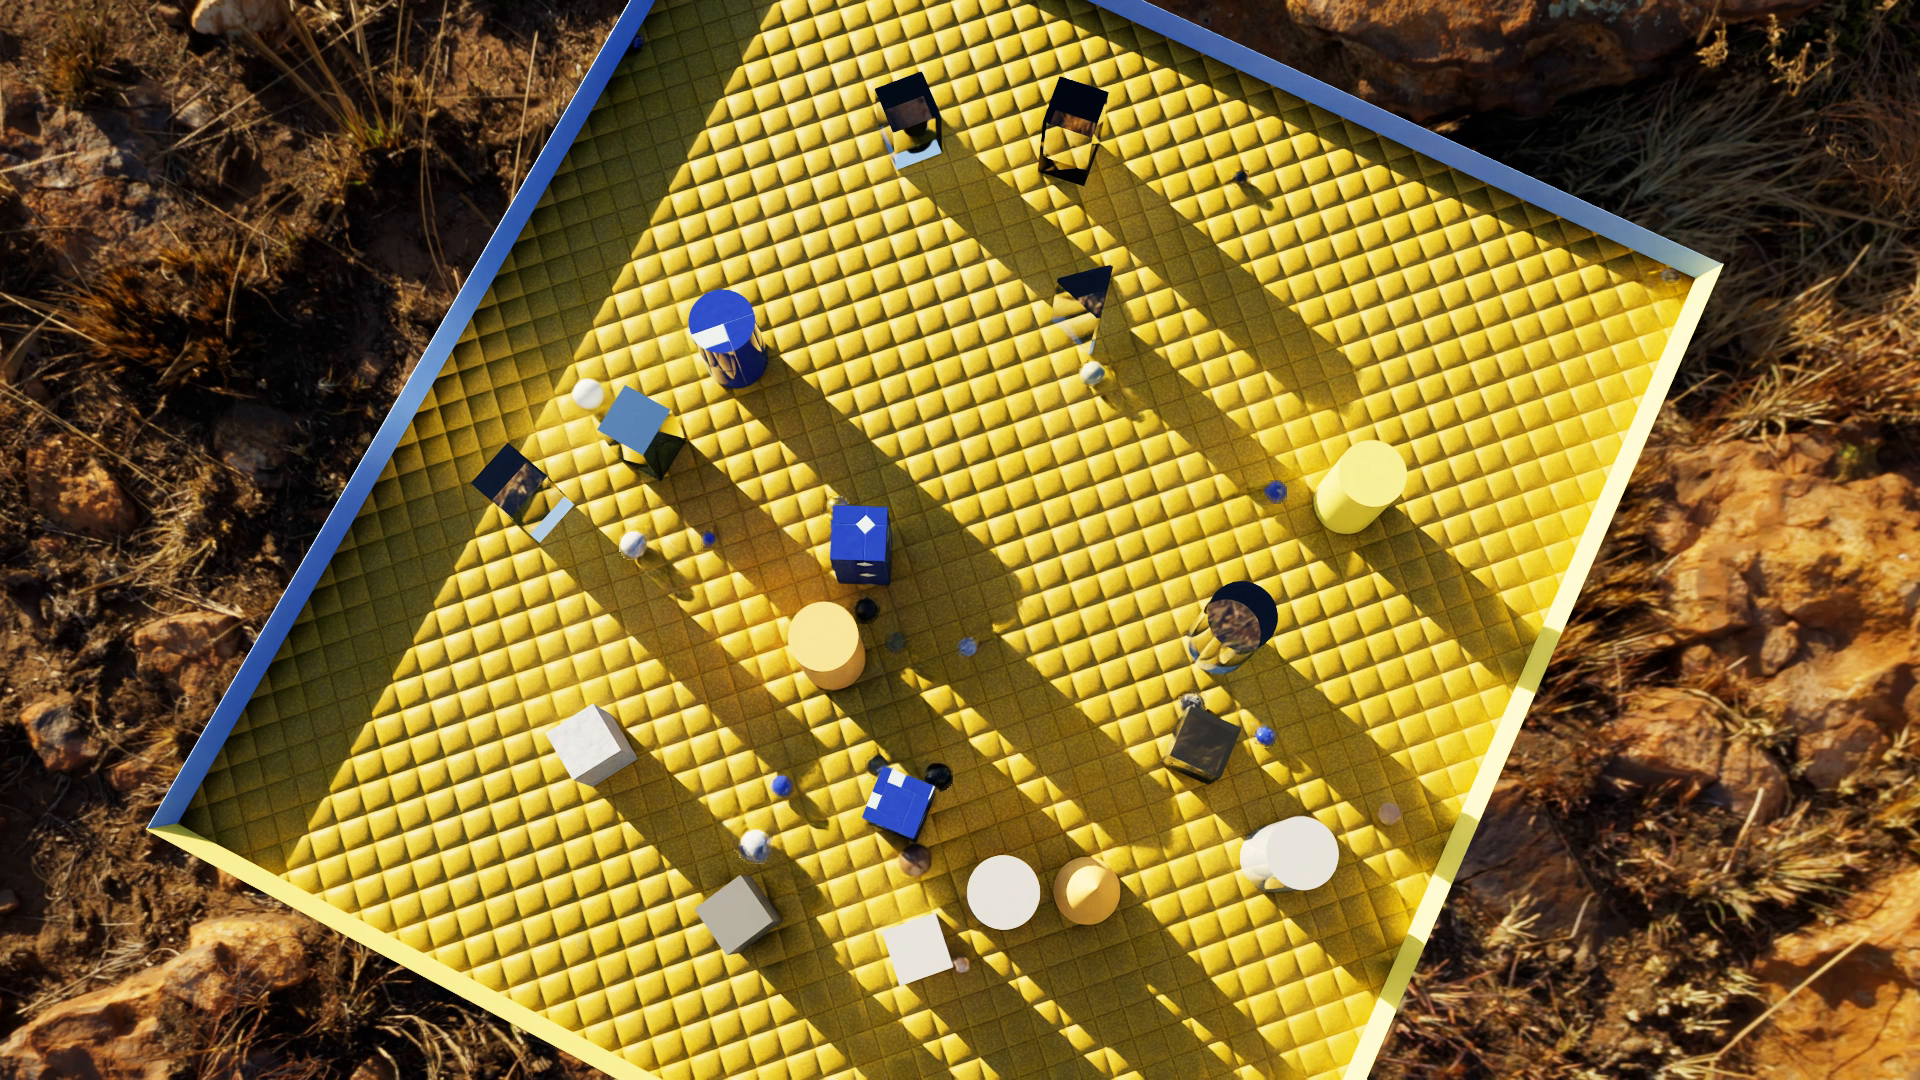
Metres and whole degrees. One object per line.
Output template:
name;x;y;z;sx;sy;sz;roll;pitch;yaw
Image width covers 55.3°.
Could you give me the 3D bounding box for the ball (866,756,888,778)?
ball;-0.245;0.672;5.444;0.065;0.065;0.065;0;78;0

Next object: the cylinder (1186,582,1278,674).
cylinder;0.783;0.259;5.315;0.197;0.486;0.197;0;78;0

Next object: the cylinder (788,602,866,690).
cylinder;-0.383;0.313;5.335;0.197;0.424;0.197;0;78;0

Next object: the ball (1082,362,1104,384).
ball;0.412;-0.518;5.687;0.072;0.072;0.072;0;78;0

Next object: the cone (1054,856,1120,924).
cone;0.374;0.993;5.207;0.197;0.399;0.197;0;78;0

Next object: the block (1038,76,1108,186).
block;0.348;-1.264;5.689;0.157;0.371;0.157;19;79;4

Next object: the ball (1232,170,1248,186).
ball;0.893;-1.151;5.830;0.048;0.048;0.048;0;78;0

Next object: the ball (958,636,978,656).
ball;0.024;0.322;5.520;0.059;0.059;0.059;0;78;0

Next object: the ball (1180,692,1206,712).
ball;0.696;0.493;5.476;0.076;0.076;0.076;0;78;0

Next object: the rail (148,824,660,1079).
rail;-0.807;1.587;5.222;3.449;0.128;0.045;26;80;5

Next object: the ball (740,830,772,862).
ball;-0.600;0.899;5.382;0.095;0.095;0.095;0;78;0

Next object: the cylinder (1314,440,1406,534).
cylinder;1.186;-0.153;5.453;0.197;0.382;0.197;0;78;0

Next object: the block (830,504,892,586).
block;-0.289;0.019;5.415;0.157;0.387;0.157;2;78;0

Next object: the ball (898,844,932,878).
ball;-0.133;0.939;5.372;0.098;0.098;0.098;0;78;0

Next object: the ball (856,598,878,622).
ball;-0.282;0.210;5.538;0.069;0.069;0.069;0;78;0

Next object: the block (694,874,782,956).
block;-0.630;1.073;5.244;0.157;0.295;0.157;-36;81;-7

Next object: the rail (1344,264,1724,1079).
rail;1.521;0.752;5.395;0.045;0.128;3.655;26;80;5

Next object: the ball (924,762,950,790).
ball;-0.066;0.700;5.432;0.078;0.078;0.078;0;78;0

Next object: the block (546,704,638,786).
block;-1.072;0.602;5.349;0.157;0.281;0.157;-32;80;-6

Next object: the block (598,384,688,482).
block;-0.953;-0.318;5.515;0.157;0.327;0.157;29;80;6

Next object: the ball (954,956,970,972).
ball;0.006;1.236;5.337;0.046;0.046;0.046;0;78;0

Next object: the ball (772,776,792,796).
ball;-0.528;0.728;5.434;0.062;0.062;0.062;0;78;0

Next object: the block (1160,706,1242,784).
block;0.701;0.602;5.358;0.157;0.262;0.157;24;79;5

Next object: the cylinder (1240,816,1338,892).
cylinder;0.926;0.895;5.190;0.197;0.473;0.197;0;78;0

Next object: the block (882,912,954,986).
block;-0.118;1.167;5.236;0.157;0.271;0.157;-19;79;-4

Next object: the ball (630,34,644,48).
ball;-1.045;-1.613;5.928;0.044;0.044;0.044;0;78;0

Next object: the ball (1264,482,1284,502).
ball;0.964;-0.148;5.616;0.061;0.061;0.061;0;78;0

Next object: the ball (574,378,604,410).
ball;-1.146;-0.451;5.662;0.095;0.095;0.095;0;78;0

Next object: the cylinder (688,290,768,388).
cylinder;-0.699;-0.605;5.556;0.197;0.364;0.197;0;78;0

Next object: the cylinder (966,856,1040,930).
cylinder;0.118;0.997;5.168;0.197;0.474;0.197;0;78;0

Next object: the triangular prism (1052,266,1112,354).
triangular prism;0.399;-0.726;5.587;0.170;0.352;0.148;44;82;8

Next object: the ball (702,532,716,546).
ball;-0.767;-0.003;5.596;0.042;0.042;0.042;0;78;0

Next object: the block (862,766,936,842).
block;-0.174;0.767;5.301;0.157;0.308;0.157;21;79;4

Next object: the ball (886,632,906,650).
ball;-0.192;0.305;5.524;0.059;0.059;0.059;0;78;0

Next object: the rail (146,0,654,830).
rail;-1.521;-0.738;5.703;0.045;0.128;3.655;26;80;5

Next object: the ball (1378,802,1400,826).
ball;1.268;0.810;5.415;0.066;0.066;0.066;0;78;0

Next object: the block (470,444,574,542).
block;-1.298;-0.136;5.457;0.157;0.367;0.157;39;81;7

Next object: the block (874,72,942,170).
block;-0.160;-1.312;5.745;0.157;0.281;0.157;-21;79;-4

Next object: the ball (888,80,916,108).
ball;-0.187;-1.428;5.867;0.088;0.088;0.088;0;78;0

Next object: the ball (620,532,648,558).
ball;-0.992;0.013;5.573;0.080;0.080;0.080;0;78;0

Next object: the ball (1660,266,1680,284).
ball;2.232;-0.833;5.761;0.054;0.054;0.054;0;78;0

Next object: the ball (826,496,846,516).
ball;-0.379;-0.102;5.607;0.060;0.060;0.060;0;78;0

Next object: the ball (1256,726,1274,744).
ball;0.909;0.583;5.468;0.055;0.055;0.055;0;78;0

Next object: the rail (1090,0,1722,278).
rail;0.807;-1.573;5.876;3.449;0.128;0.045;26;80;5
